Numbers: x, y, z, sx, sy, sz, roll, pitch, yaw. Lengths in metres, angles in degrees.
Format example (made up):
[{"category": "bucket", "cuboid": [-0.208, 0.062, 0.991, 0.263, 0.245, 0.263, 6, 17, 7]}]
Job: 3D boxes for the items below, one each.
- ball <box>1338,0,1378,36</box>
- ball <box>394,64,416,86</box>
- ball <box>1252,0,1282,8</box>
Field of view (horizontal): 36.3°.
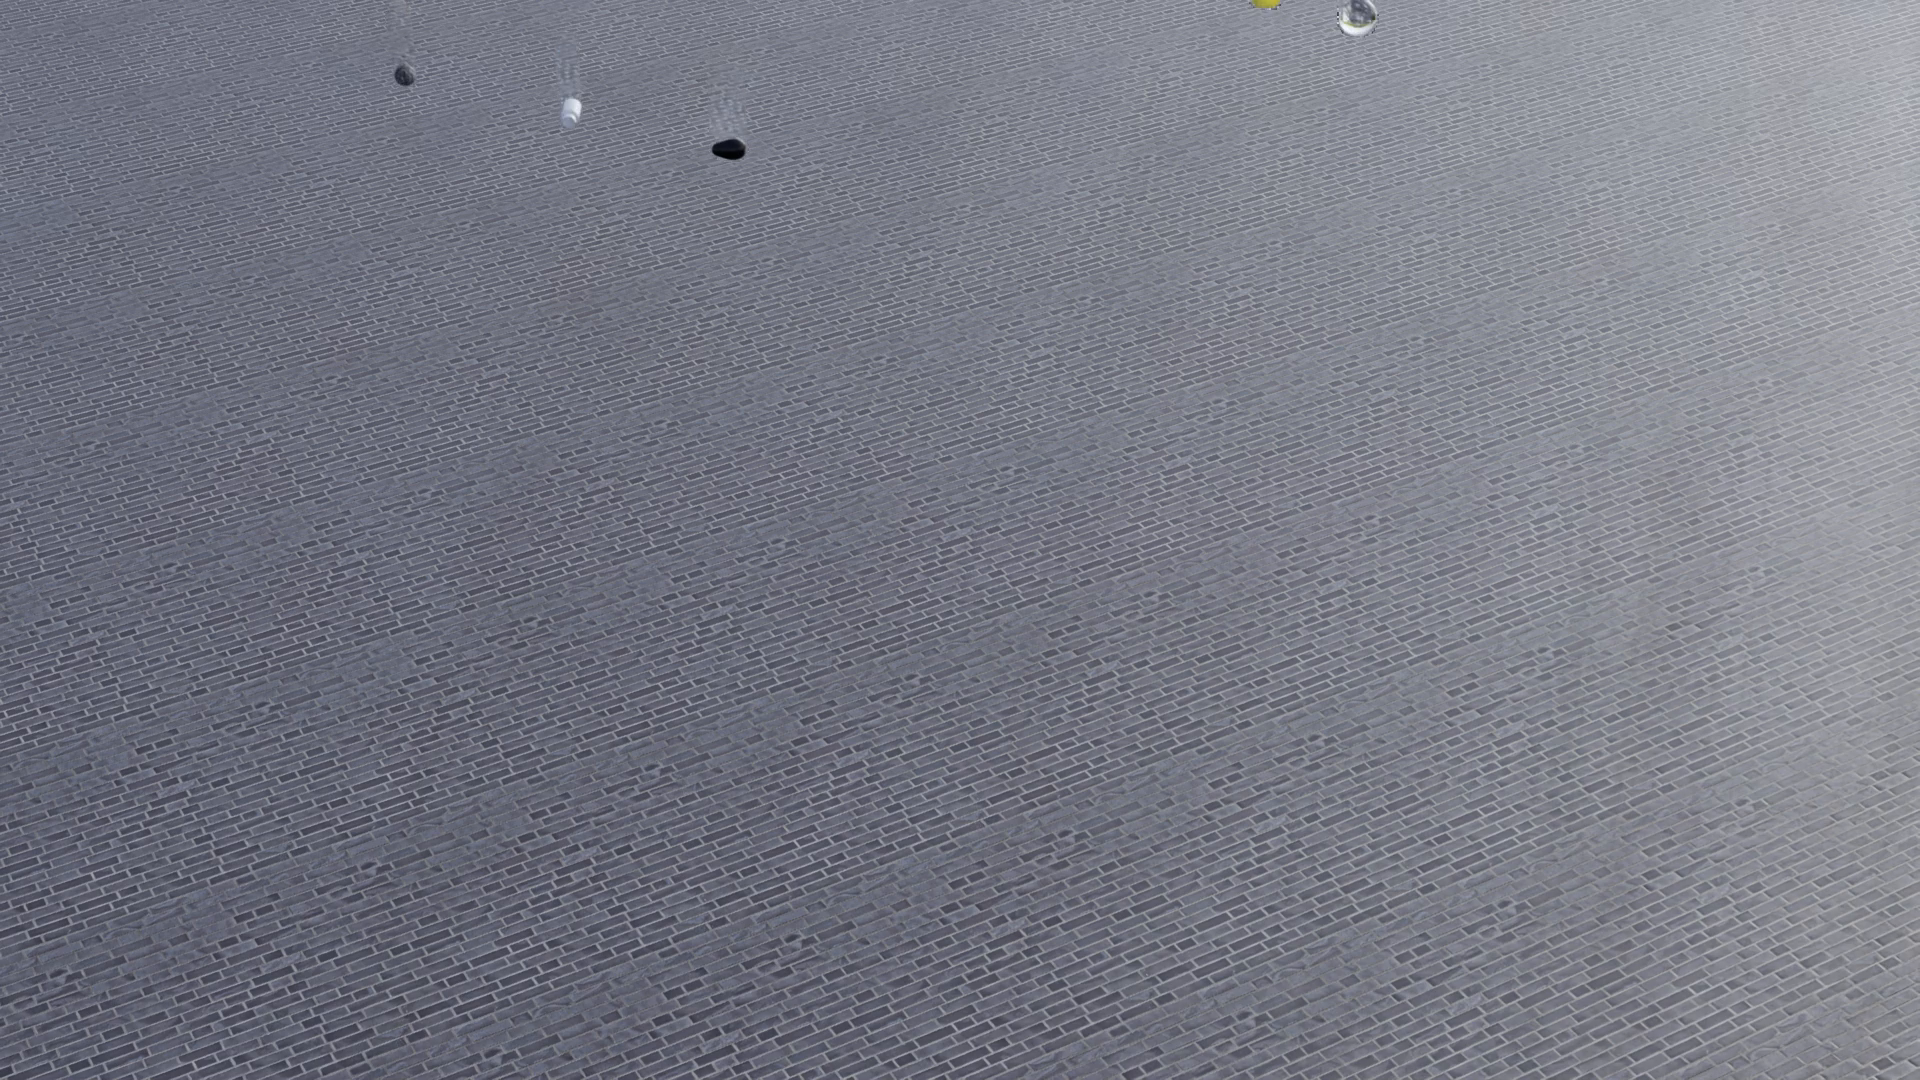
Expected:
[{"category": "ball", "cuboid": [1.392, -1.834, 10.265, 0.136, 0.136, 0.136, 0, 33, 0]}, {"category": "ball", "cuboid": [-1.727, -1.447, 9.125, 0.067, 0.067, 0.067, 0, 33, 0]}, {"category": "ball", "cuboid": [0.951, -1.709, 9.096, 0.119, 0.119, 0.119, 0, 33, 0]}]
